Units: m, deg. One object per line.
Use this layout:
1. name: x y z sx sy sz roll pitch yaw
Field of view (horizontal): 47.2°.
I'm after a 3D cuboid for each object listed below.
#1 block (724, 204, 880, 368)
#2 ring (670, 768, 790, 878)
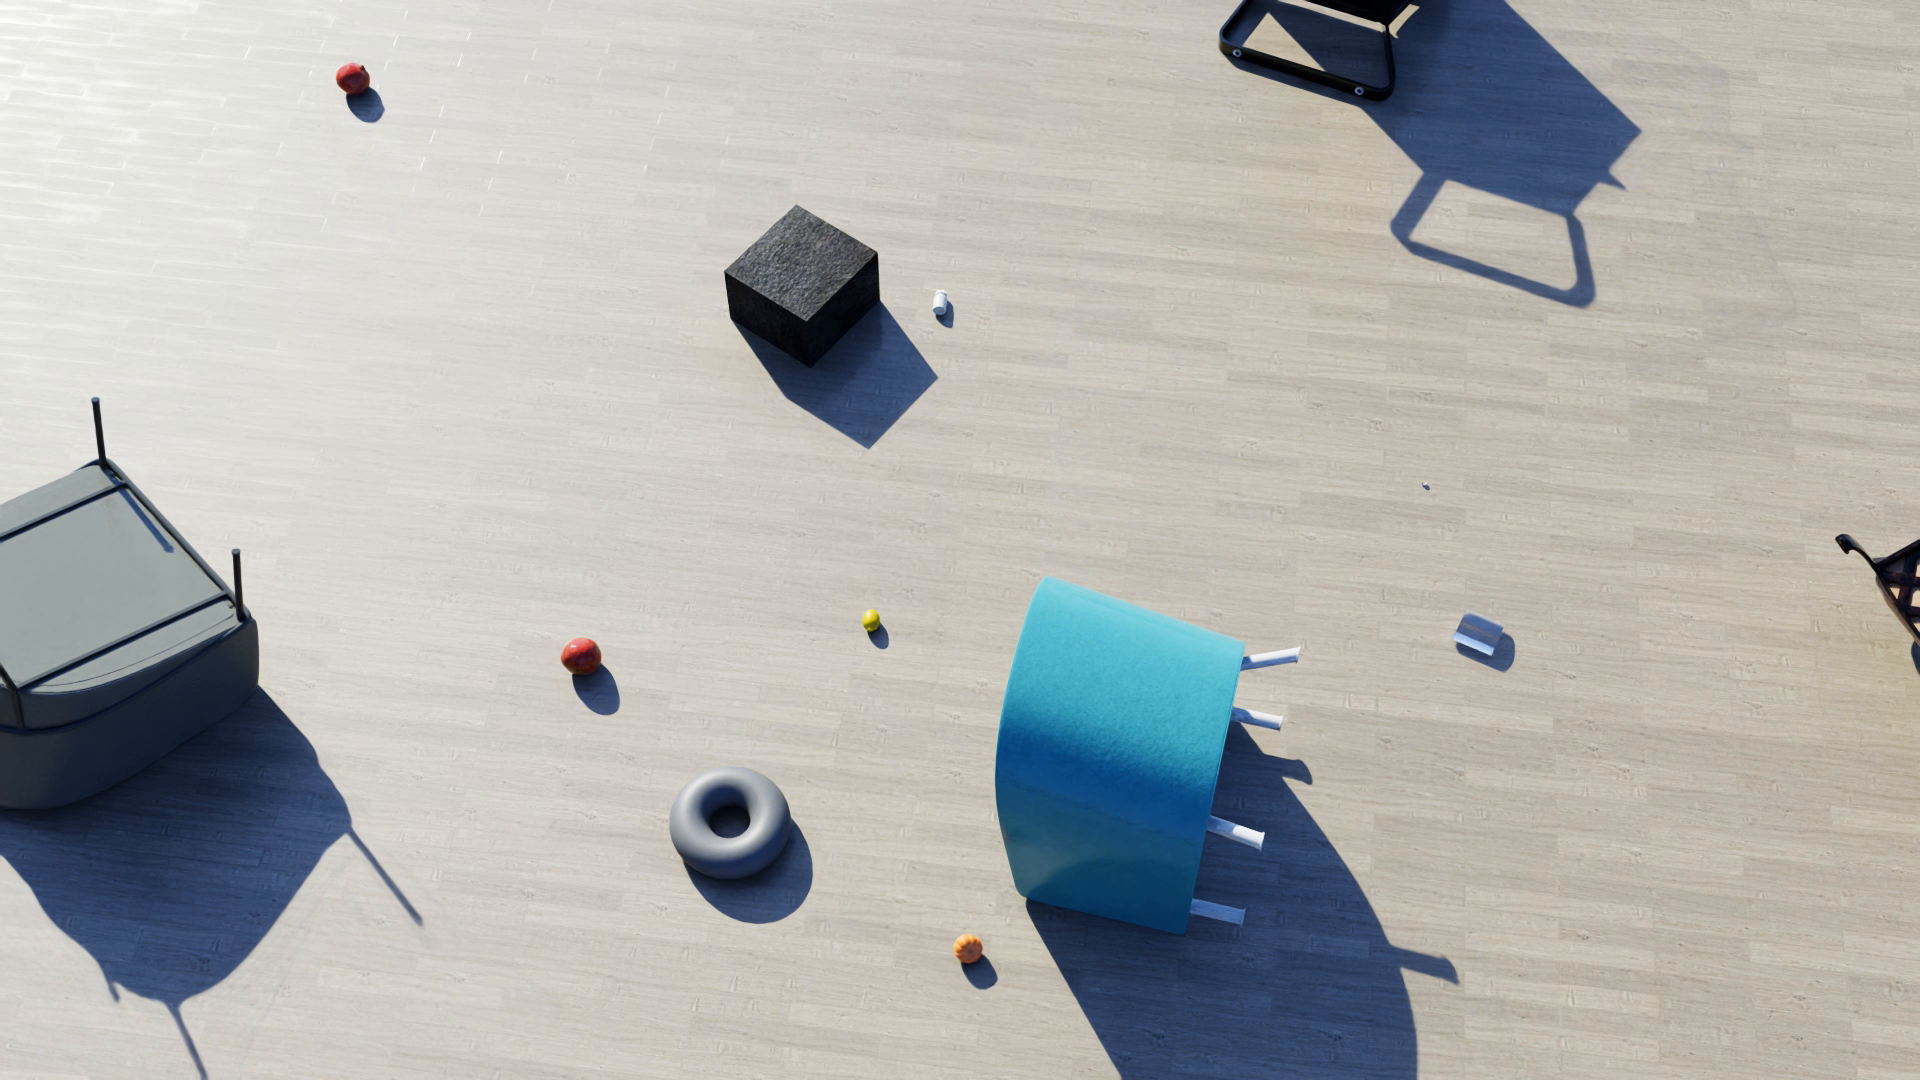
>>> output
1. block: -0.497 -0.807 6.976 0.334 0.231 0.353 32 62 20
2. ring: -0.627 0.769 5.993 0.337 0.110 0.326 31 62 20
